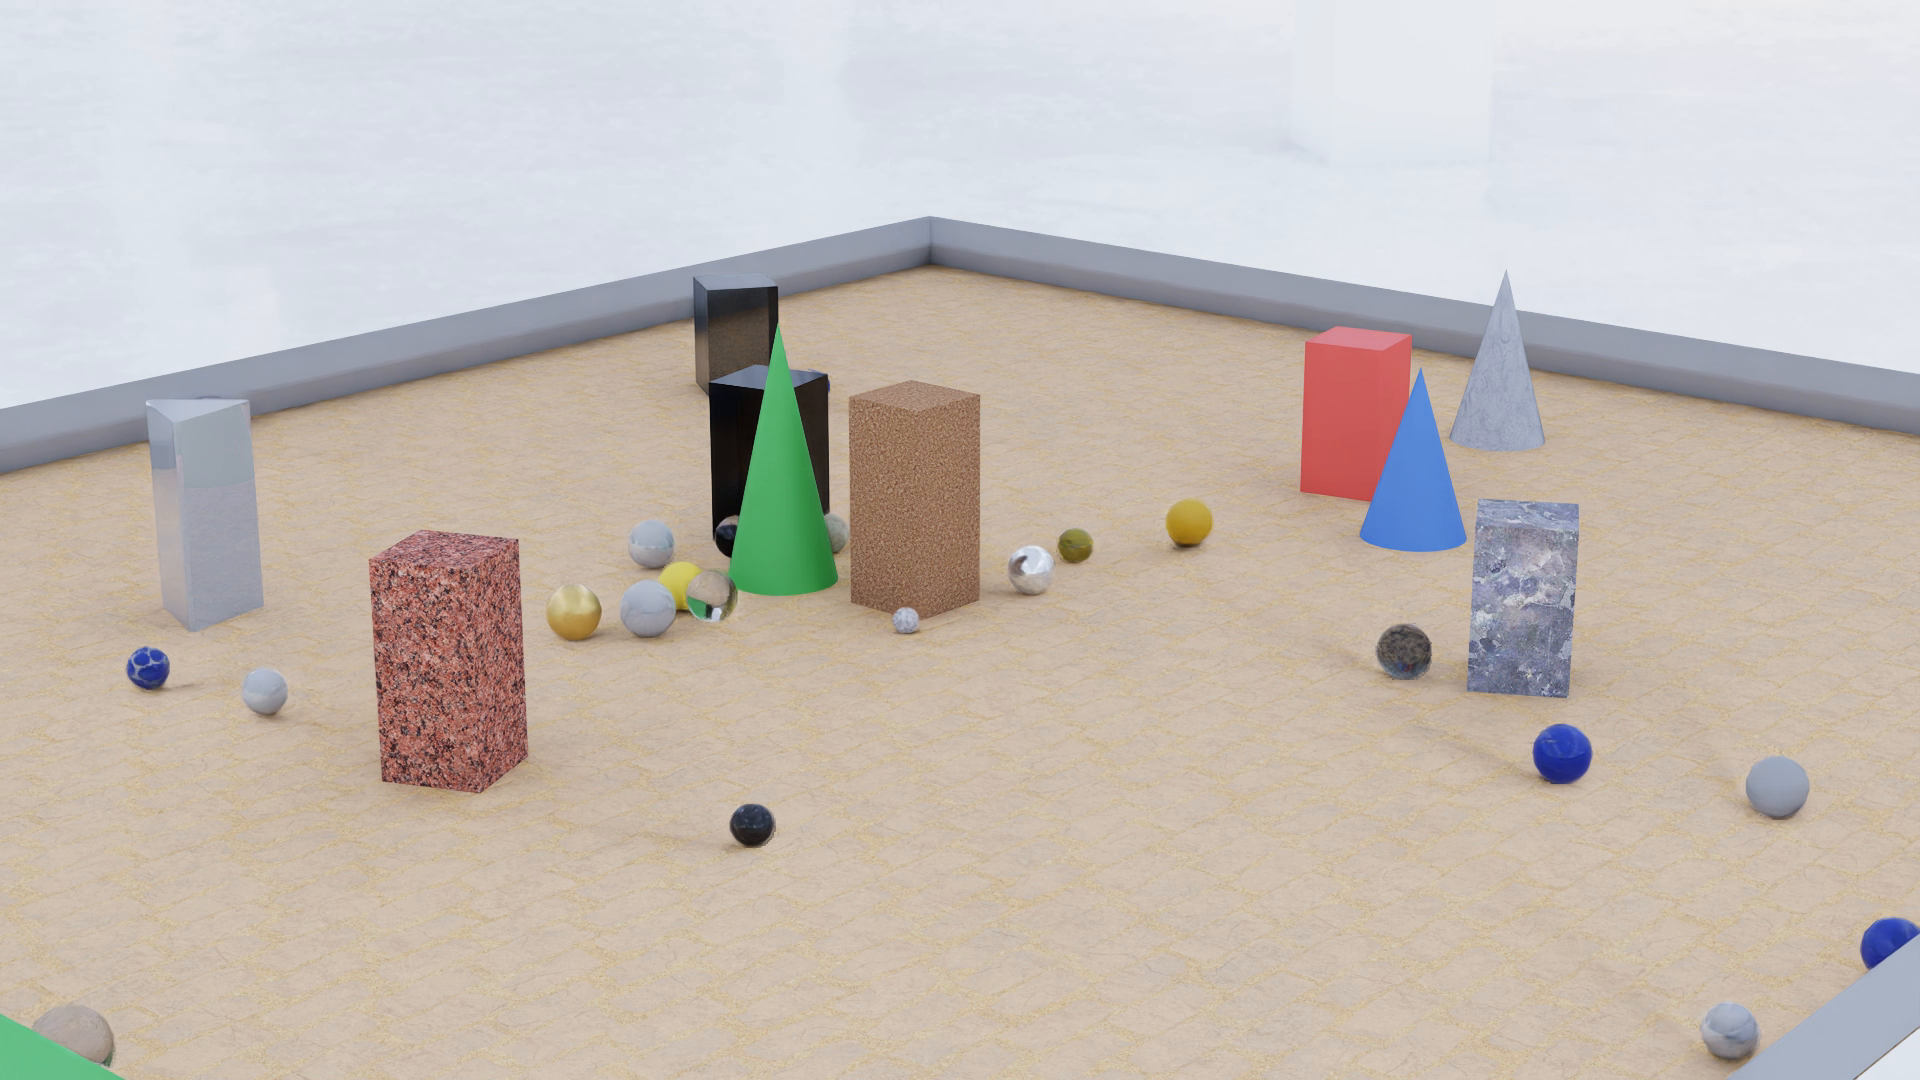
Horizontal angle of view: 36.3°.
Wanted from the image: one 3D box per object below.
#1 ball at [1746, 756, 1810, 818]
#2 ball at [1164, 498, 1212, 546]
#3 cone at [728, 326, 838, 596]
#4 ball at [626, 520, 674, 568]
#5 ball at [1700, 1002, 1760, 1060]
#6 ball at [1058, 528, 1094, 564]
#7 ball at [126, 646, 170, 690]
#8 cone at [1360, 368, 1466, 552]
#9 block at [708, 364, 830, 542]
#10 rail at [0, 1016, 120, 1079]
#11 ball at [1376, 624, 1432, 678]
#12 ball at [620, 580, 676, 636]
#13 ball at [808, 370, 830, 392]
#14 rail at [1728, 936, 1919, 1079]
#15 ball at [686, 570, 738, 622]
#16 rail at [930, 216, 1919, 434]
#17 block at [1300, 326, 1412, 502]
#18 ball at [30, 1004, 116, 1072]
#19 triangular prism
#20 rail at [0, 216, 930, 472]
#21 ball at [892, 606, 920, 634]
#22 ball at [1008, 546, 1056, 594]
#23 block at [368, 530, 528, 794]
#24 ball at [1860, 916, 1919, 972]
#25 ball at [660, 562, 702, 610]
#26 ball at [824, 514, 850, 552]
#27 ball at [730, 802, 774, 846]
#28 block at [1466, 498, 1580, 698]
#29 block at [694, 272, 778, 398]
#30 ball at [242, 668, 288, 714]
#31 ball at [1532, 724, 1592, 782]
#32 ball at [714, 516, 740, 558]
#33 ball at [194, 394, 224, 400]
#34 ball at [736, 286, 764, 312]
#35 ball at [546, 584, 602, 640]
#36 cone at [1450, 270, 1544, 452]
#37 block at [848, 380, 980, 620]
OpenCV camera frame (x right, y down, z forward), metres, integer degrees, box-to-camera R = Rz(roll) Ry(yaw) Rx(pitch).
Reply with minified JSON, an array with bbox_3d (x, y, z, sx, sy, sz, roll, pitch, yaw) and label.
[{"bbox_3d":[1.156,0.349,4.146,0.087,0.087,0.087,0,17,0],"label":"ball"},{"bbox_3d":[0.422,-0.032,5.409,0.088,0.088,0.088,0,17,0],"label":"ball"},{"bbox_3d":[-0.316,-0.155,5.158,0.198,0.468,0.198,0,17,0],"label":"cone"},{"bbox_3d":[-0.557,0.007,5.280,0.087,0.087,0.087,0,17,0],"label":"ball"},{"bbox_3d":[0.901,0.574,3.433,0.067,0.067,0.067,0,17,0],"label":"ball"},{"bbox_3d":[0.210,0.009,5.311,0.065,0.065,0.065,0,17,0],"label":"ball"},{"bbox_3d":[-1.291,0.203,4.662,0.068,0.068,0.068,0,17,0],"label":"ball"},{"bbox_3d":[0.846,-0.162,5.430,0.198,0.325,0.198,0,17,0],"label":"cone"},{"bbox_3d":[-0.352,-0.152,5.434,0.159,0.304,0.159,9,19,27],"label":"block"},{"bbox_3d":[-1.398,0.497,3.578,3.963,0.129,0.045,14,22,39],"label":"rail"},{"bbox_3d":[0.713,0.178,4.708,0.089,0.089,0.089,0,17,0],"label":"ball"},{"bbox_3d":[-0.523,0.114,4.910,0.095,0.095,0.095,0,17,0],"label":"ball"},{"bbox_3d":[-0.322,-0.339,6.454,0.071,0.071,0.071,0,17,0],"label":"ball"},{"bbox_3d":[1.478,0.403,3.891,0.045,0.129,4.314,14,22,39],"label":"rail"},{"bbox_3d":[-0.421,0.096,4.982,0.089,0.089,0.089,0,17,0],"label":"ball"},{"bbox_3d":[1.398,-0.432,6.662,3.963,0.129,0.045,14,22,39],"label":"rail"},{"bbox_3d":[0.777,-0.249,5.756,0.159,0.302,0.159,9,19,28],"label":"block"},{"bbox_3d":[-1.018,0.581,3.355,0.099,0.099,0.099,0,17,0],"label":"ball"},{"bbox_3d":[-1.314,-0.052,4.993,0.149,0.365,0.172,10,19,29],"label":"triangular prism"},{"bbox_3d":[-1.478,-0.338,6.349,0.045,0.129,4.314,14,22,39],"label":"rail"},{"bbox_3d":[-0.091,0.134,4.931,0.045,0.045,0.045,0,17,0],"label":"ball"},{"bbox_3d":[0.126,0.052,5.133,0.086,0.086,0.086,0,17,0],"label":"ball"},{"bbox_3d":[-0.745,0.176,4.284,0.159,0.339,0.159,5,18,17],"label":"block"},{"bbox_3d":[1.156,0.507,3.627,0.082,0.082,0.082,0,17,0],"label":"ball"},{"bbox_3d":[-0.476,0.079,5.047,0.084,0.084,0.084,0,17,0],"label":"ball"},{"bbox_3d":[-0.239,-0.012,5.370,0.071,0.071,0.071,0,17,0],"label":"ball"},{"bbox_3d":[-0.288,0.393,4.046,0.060,0.060,0.060,0,17,0],"label":"ball"},{"bbox_3d":[0.898,0.091,4.675,0.159,0.274,0.159,3,17,11],"label":"block"},{"bbox_3d":[-0.500,-0.459,6.554,0.159,0.244,0.159,-5,17,-15],"label":"block"},{"bbox_3d":[-1.078,0.235,4.549,0.072,0.072,0.072,0,17,0],"label":"ball"},{"bbox_3d":[0.878,0.311,4.273,0.087,0.087,0.087,0,17,0],"label":"ball"},{"bbox_3d":[-0.407,-0.005,5.334,0.079,0.079,0.079,0,17,0],"label":"ball"},{"bbox_3d":[-1.568,-0.254,6.125,0.099,0.099,0.099,0,17,0],"label":"ball"},{"bbox_3d":[-0.525,-0.605,7.345,0.067,0.067,0.067,0,17,0],"label":"ball"},{"bbox_3d":[-0.645,0.119,4.896,0.093,0.093,0.093,0,17,0],"label":"ball"},{"bbox_3d":[1.128,-0.387,6.104,0.198,0.366,0.198,0,17,0],"label":"cone"},{"bbox_3d":[-0.077,-0.070,5.046,0.159,0.369,0.159,14,22,39],"label":"block"}]
